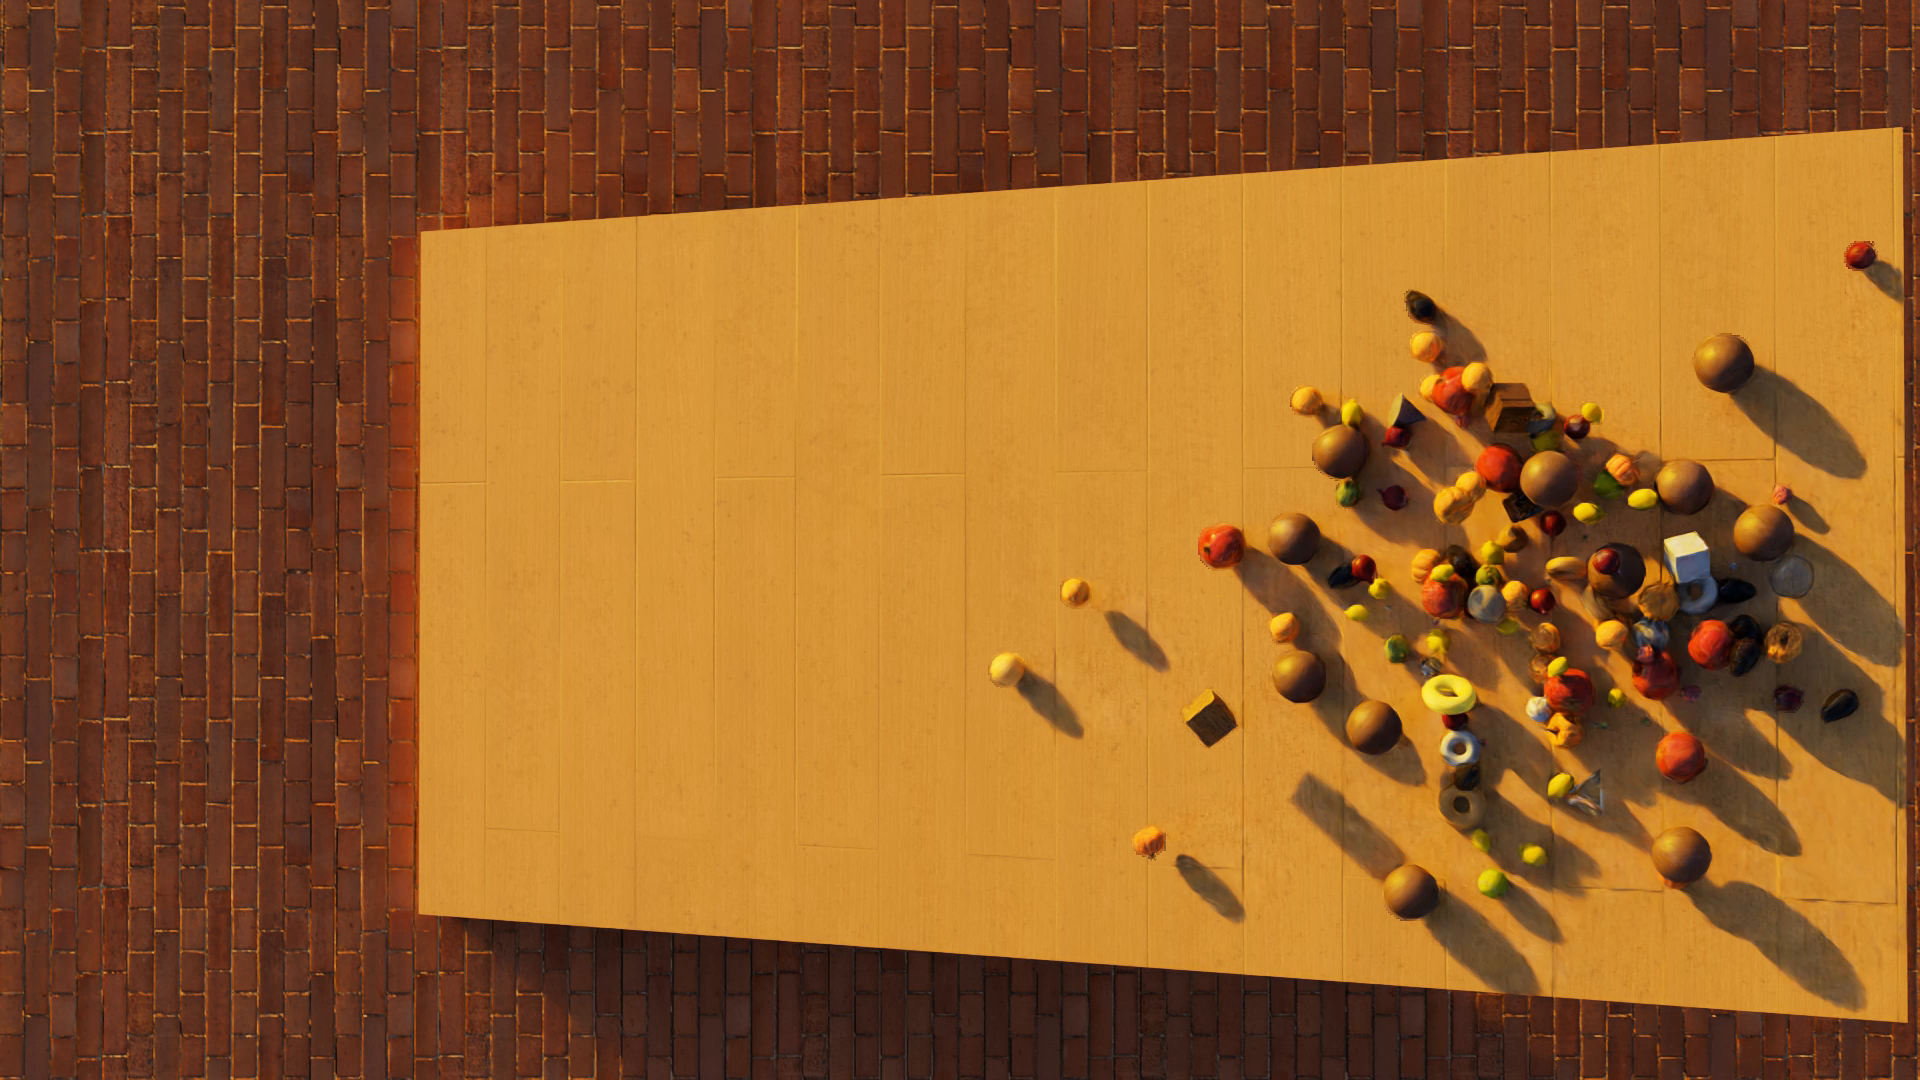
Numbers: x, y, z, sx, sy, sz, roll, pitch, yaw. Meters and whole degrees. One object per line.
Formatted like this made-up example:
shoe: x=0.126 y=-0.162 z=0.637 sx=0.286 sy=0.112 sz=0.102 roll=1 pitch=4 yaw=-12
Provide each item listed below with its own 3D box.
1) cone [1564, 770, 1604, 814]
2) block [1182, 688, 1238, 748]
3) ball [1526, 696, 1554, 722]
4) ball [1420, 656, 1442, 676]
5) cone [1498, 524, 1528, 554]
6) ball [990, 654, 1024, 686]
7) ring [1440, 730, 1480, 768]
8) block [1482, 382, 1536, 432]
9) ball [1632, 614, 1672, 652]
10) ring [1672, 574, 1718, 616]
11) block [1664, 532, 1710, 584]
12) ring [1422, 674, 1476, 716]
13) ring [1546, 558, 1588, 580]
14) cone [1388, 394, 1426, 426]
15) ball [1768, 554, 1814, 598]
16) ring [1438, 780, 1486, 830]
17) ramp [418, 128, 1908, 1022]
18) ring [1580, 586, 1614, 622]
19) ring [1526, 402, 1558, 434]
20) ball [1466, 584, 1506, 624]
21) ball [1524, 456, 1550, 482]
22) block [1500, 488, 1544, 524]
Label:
cone: x=1.477 y=0.577 z=5.145 sx=0.095 sy=0.095 sz=0.095 roll=30 pitch=73 yaw=0
block: x=0.611 y=0.435 z=5.378 sx=0.090 sy=0.090 sz=0.090 roll=-39 pitch=103 yaw=11
ball: x=1.367 y=0.399 z=5.182 sx=0.063 sy=0.063 sz=0.063 roll=0 pitch=89 yaw=0
ball: x=1.132 y=0.304 z=5.288 sx=0.050 sy=0.050 sz=0.050 roll=0 pitch=89 yaw=0
cone: x=1.312 y=-0.004 z=5.198 sx=0.068 sy=0.068 sz=0.068 roll=0 pitch=88 yaw=7
ball: x=0.123 y=0.336 z=5.688 sx=0.086 sy=0.086 sz=0.086 roll=0 pitch=89 yaw=0
ring: x=1.199 y=0.501 z=5.268 sx=0.094 sy=0.031 sz=0.094 roll=0 pitch=89 yaw=22
block: x=1.276 y=-0.308 z=5.110 sx=0.080 sy=0.080 sz=0.080 roll=0 pitch=46 yaw=-11
ball: x=1.595 y=0.216 z=5.073 sx=0.088 sy=0.088 sz=0.088 roll=0 pitch=89 yaw=0
ring: x=1.685 y=0.117 z=5.041 sx=0.037 sy=0.111 sz=0.111 roll=-3 pitch=89 yaw=-42
block: x=1.642 y=0.040 z=4.967 sx=0.075 sy=0.075 sz=0.075 roll=-15 pitch=123 yaw=2
ring: x=1.159 y=0.367 z=5.213 sx=0.127 sy=0.127 sz=0.042 roll=-4 pitch=125 yaw=0
ring: x=1.421 y=0.067 z=5.150 sx=0.094 sy=0.094 sz=0.031 roll=9 pitch=68 yaw=0
cone: x=1.092 y=-0.303 z=5.319 sx=0.083 sy=0.083 sz=0.083 roll=17 pitch=89 yaw=-5
ball: x=1.873 y=0.083 z=4.956 sx=0.099 sy=0.099 sz=0.099 roll=0 pitch=89 yaw=0
ring: x=1.200 y=0.633 z=5.262 sx=0.117 sy=0.039 sz=0.117 roll=0 pitch=89 yaw=26
ramp: x=0.283 y=0.086 z=5.725 sx=4.000 sy=0.100 sz=2.000 roll=0 pitch=89 yaw=23
ring: x=1.468 y=0.148 z=5.069 sx=0.092 sy=0.092 sz=0.031 roll=46 pitch=124 yaw=1
ring: x=1.361 y=-0.289 z=5.188 sx=0.094 sy=0.094 sz=0.031 roll=-28 pitch=128 yaw=0
ball: x=1.234 y=0.150 z=5.155 sx=0.090 sy=0.090 sz=0.090 roll=0 pitch=89 yaw=0
ball: x=1.361 y=-0.166 z=5.193 sx=0.061 sy=0.061 sz=0.061 roll=0 pitch=89 yaw=0
block: x=1.326 y=-0.082 z=5.187 sx=0.060 sy=0.060 sz=0.060 roll=-27 pitch=90 yaw=-9
